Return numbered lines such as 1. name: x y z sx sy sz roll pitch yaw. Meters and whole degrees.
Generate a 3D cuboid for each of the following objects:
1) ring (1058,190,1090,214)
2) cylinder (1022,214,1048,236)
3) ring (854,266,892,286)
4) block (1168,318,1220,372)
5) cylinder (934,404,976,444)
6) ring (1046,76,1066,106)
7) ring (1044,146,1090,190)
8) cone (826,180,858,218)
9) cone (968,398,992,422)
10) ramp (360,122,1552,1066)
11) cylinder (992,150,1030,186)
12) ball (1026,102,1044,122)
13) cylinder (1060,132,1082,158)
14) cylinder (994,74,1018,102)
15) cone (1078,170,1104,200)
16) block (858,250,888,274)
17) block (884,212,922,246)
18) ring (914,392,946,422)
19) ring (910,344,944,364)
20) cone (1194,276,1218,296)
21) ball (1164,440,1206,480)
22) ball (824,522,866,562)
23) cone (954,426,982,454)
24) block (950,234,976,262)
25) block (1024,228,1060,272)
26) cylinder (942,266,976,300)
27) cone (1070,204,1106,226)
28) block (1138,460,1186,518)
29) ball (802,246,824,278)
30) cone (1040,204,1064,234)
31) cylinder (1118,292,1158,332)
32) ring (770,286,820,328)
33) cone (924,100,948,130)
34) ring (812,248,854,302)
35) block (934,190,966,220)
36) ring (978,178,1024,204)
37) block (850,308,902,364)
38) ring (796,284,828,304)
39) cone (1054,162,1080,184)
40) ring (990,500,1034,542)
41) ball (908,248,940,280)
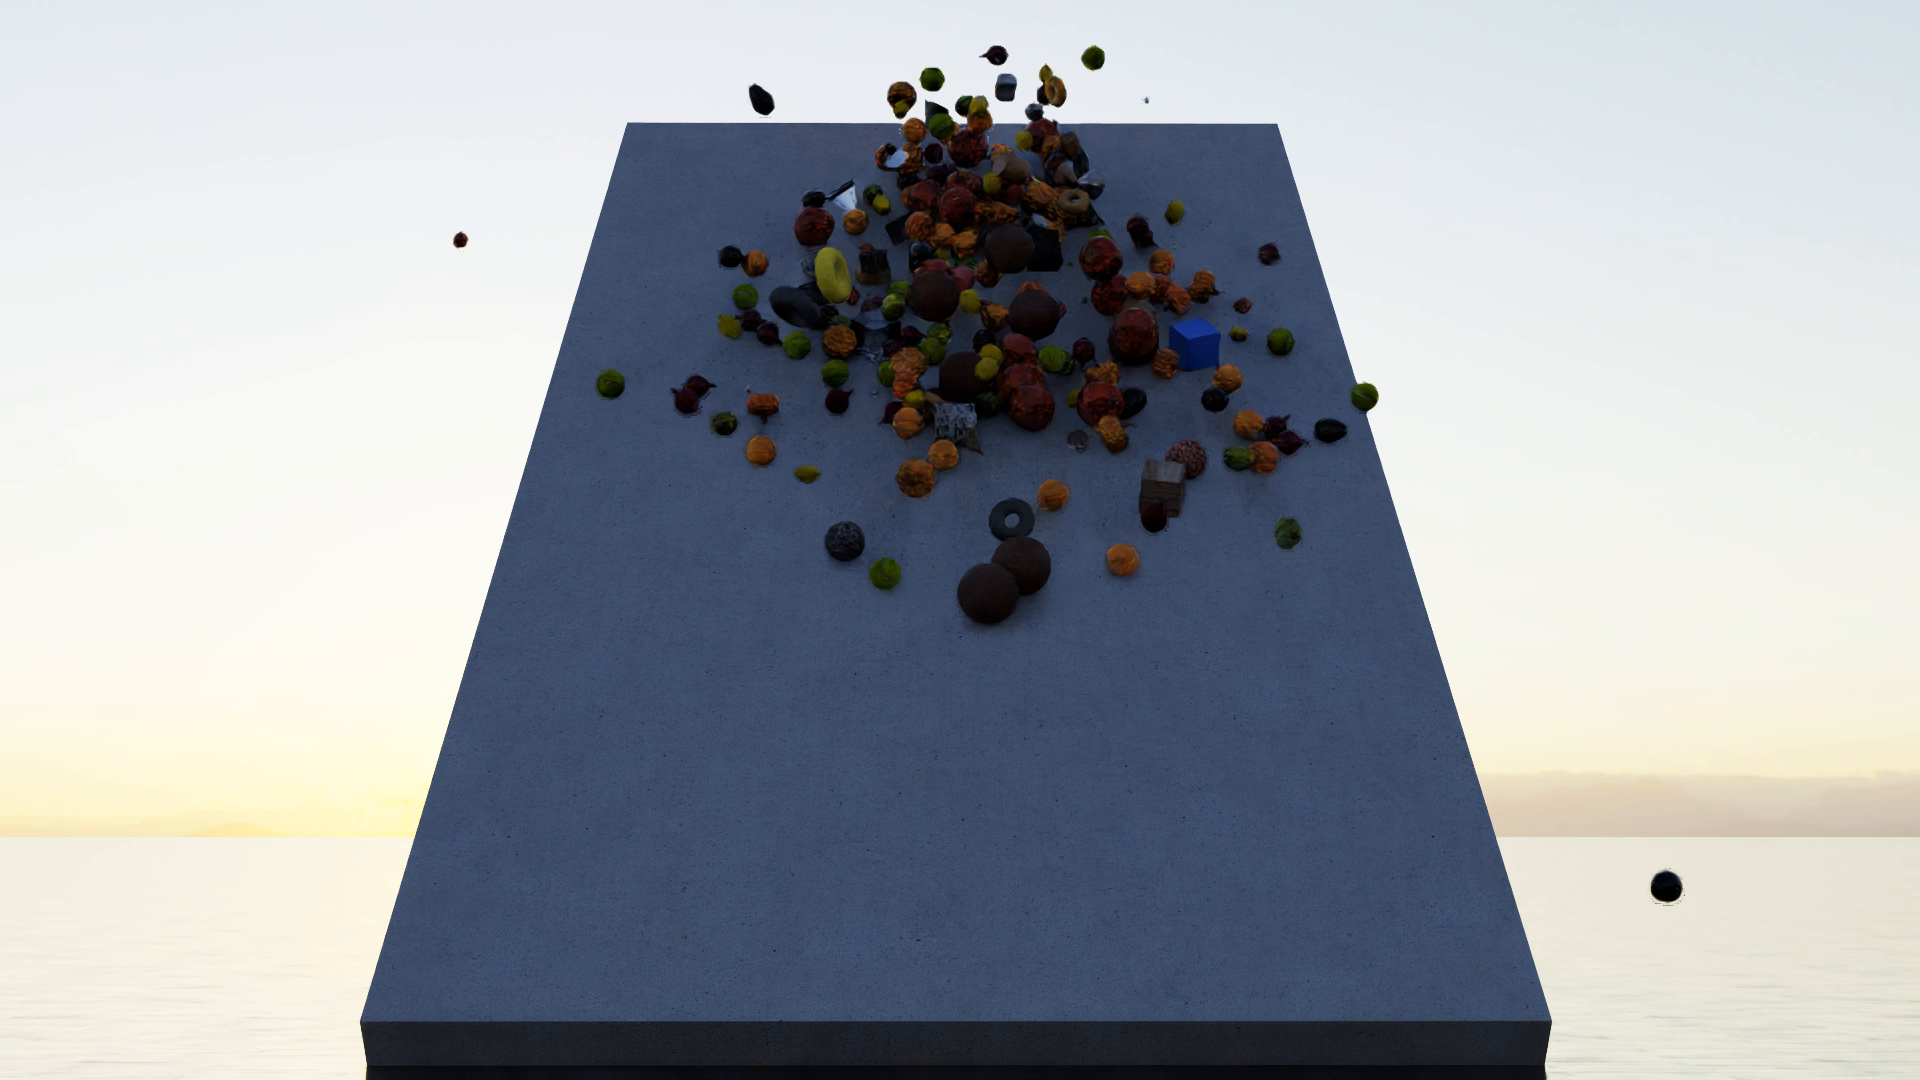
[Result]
1. ring: 0.306 -0.910 6.557 0.089 0.089 0.030 -1 -43 9
2. cylinder: 0.201 -0.843 6.563 0.052 0.052 0.052 5 -40 -39
3. ring: -0.234 -0.715 6.537 0.101 0.034 0.101 0 33 0
4. block: 0.588 -0.490 6.118 0.092 0.092 0.092 -13 34 -21
5. cylinder: -0.011 -0.274 5.760 0.094 0.094 0.094 -1 -7 -2
6. ring: 0.270 -1.266 6.880 0.029 0.088 0.088 -19 2 -25
7. ring: 0.309 -1.077 7.052 0.143 0.143 0.048 -4 -17 32
8. cone: -0.309 -0.938 6.791 0.095 0.095 0.095 -31 14 9
9. cone: 0.040 -0.299 5.821 0.061 0.061 0.061 18 20 -7
10. ramp: -0.014 -0.196 5.818 2.000 0.100 4.000 0 31 0
11. cylinder: 0.146 -1.057 6.930 0.077 0.077 0.077 24 -17 -23
12. ball: 0.214 -1.231 7.009 0.054 0.054 0.054 0 -7 0
13. cylinder: 0.316 -1.129 6.960 0.052 0.052 0.052 -3 -45 23
14. cylinder: 0.127 -1.255 6.762 0.057 0.057 0.057 1 -47 -9
15. cone: 0.350 -1.009 6.889 0.084 0.084 0.084 -5 -4 35
16. block: -0.229 -0.739 6.477 0.053 0.053 0.053 2 20 34
17. block: -0.158 -0.857 6.710 0.062 0.062 0.062 -33 9 -36
18. ring: -0.067 -0.318 5.834 0.099 0.033 0.099 29 -22 13
19. ring: -0.084 -0.469 6.141 0.087 0.029 0.087 0 30 0
20. cone: 0.646 -0.662 6.464 0.057 0.057 0.057 -27 -11 7
21. ball: 0.520 -0.184 5.617 0.095 0.095 0.095 0 -7 0
22. ball: -0.250 0.003 5.312 0.088 0.088 0.088 0 -7 0
23. cone: 0.032 -0.221 5.661 0.065 0.065 0.065 -41 6 5
24. block: 0.007 -0.794 6.647 0.051 0.051 0.051 -17 35 -17
25. block: 0.220 -0.768 6.465 0.085 0.085 0.085 -2 -18 -3
26. cylinder: -0.002 -0.669 6.352 0.069 0.069 0.069 -2 29 20
27. cone: 0.369 -0.901 6.826 0.094 0.094 0.094 24 -12 -10
28. block: 0.458 -0.116 5.510 0.090 0.090 0.090 7 32 10
29. ball: -0.381 -0.744 6.530 0.089 0.089 0.089 0 -7 0
30. cone: 0.245 -0.900 6.789 0.088 0.088 0.088 0 31 0
31. cylinder: 0.458 -0.583 6.244 0.072 0.072 0.072 -39 -18 -15
32. ring: -0.416 -0.586 6.138 0.139 0.046 0.139 25 -24 12
33. cone: -0.079 -1.167 6.752 0.074 0.074 0.074 23 -4 2
34. ring: -0.300 -0.624 5.750 0.046 0.137 0.137 -24 -17 25
35. block: -0.027 -0.930 6.755 0.058 0.058 0.058 18 -12 -26
36. ring: 0.116 -1.001 6.996 0.135 0.045 0.135 0 30 0
37. block: -0.212 -0.516 6.157 0.092 0.092 0.092 -24 39 -34
38. ring: -0.392 -0.649 6.432 0.092 0.031 0.092 -1 32 0
39. cone: 0.309 -1.005 6.781 0.072 0.072 0.072 36 10 25
40. ring: 0.115 -0.043 5.401 0.104 0.104 0.035 -2 -30 19
41. ball: -0.095 -0.736 6.500 0.084 0.084 0.084 0 -7 0
